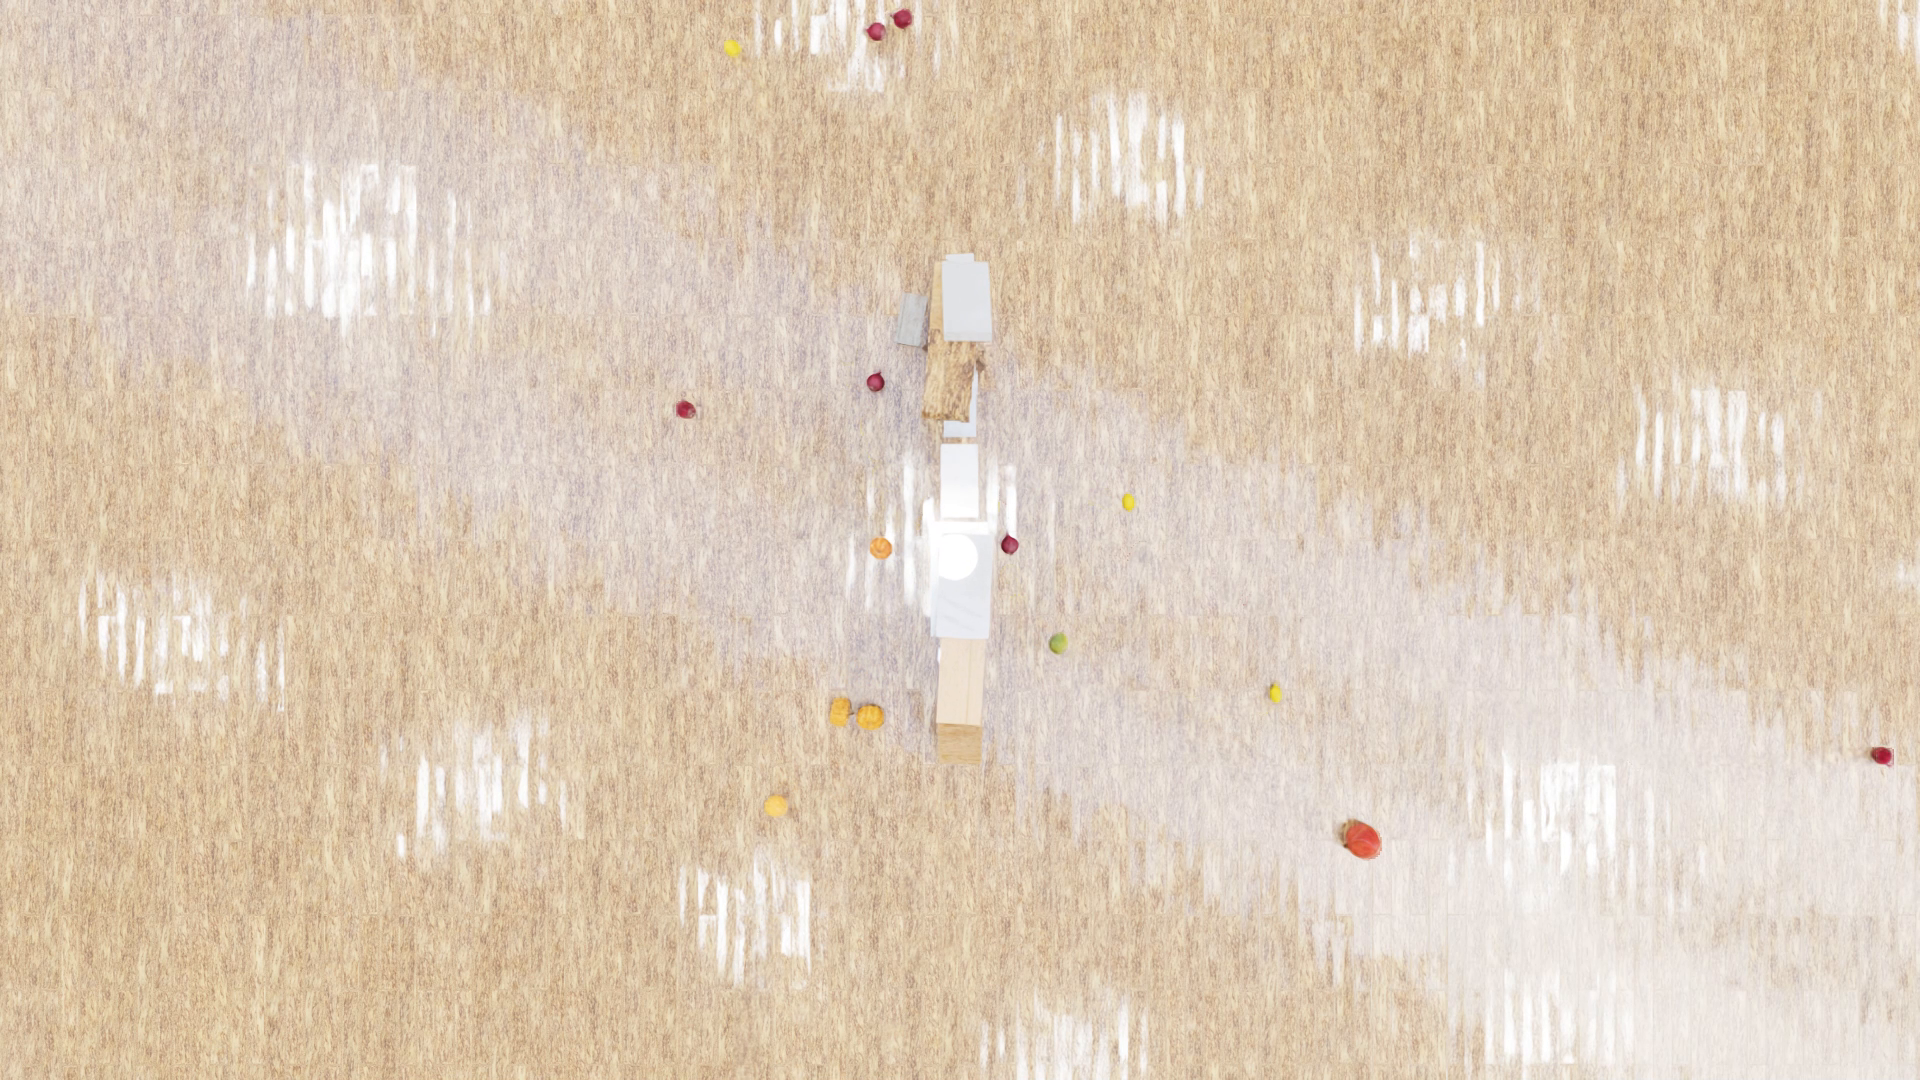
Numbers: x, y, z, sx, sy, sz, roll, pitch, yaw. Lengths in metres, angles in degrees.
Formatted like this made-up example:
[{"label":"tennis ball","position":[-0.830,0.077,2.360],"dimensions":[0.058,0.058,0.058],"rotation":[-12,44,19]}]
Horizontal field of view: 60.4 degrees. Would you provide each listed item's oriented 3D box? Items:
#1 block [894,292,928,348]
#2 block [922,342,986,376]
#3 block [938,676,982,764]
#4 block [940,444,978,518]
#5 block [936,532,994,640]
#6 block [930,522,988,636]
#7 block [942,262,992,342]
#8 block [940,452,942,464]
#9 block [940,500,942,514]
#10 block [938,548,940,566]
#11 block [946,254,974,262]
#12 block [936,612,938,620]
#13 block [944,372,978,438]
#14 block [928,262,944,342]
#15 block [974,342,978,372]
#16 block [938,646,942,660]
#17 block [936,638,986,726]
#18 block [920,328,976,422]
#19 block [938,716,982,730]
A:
[{"label":"block","position":[-0.163,-0.732,5.488],"dimensions":[0.084,0.024,0.168],"rotation":[10,90,0]},{"label":"block","position":[-0.019,-0.604,5.450],"dimensions":[0.203,0.024,0.084],"rotation":[37,105,-12]},{"label":"block","position":[0.001,0.569,5.210],"dimensions":[0.135,0.038,0.271],"rotation":[0,90,0]},{"label":"block","position":[-0.001,-0.188,5.248],"dimensions":[0.117,0.033,0.234],"rotation":[0,90,0]},{"label":"block","position":[0.014,0.132,4.771],"dimensions":[0.151,0.043,0.301],"rotation":[3,90,0]},{"label":"block","position":[-0.001,0.122,5.121],"dimensions":[0.177,0.050,0.354],"rotation":[0,90,0]},{"label":"block","position":[0.020,-0.761,5.248],"dimensions":[0.149,0.042,0.299],"rotation":[0,56,-3]},{"label":"block","position":[-0.003,-0.260,5.382],"dimensions":[0.117,0.234,0.033],"rotation":[-1,86,0]},{"label":"block","position":[-0.004,-0.105,5.382],"dimensions":[0.117,0.234,0.033],"rotation":[0,87,0]},{"label":"block","position":[0.010,0.054,4.945],"dimensions":[0.151,0.301,0.043],"rotation":[0,87,0]},{"label":"block","position":[0.005,-0.852,5.461],"dimensions":[0.093,0.026,0.185],"rotation":[-4,90,0]},{"label":"block","position":[0.004,0.247,4.944],"dimensions":[0.151,0.301,0.043],"rotation":[0,83,0]},{"label":"block","position":[0.001,-0.448,5.442],"dimensions":[0.108,0.031,0.216],"rotation":[0,111,0]},{"label":"block","position":[-0.021,-0.692,5.288],"dimensions":[0.149,0.042,0.435],"rotation":[4,65,0]},{"label":"block","position":[0.000,-0.555,5.438],"dimensions":[0.108,0.031,0.216],"rotation":[1,109,-1]},{"label":"block","position":[-0.001,0.352,5.142],"dimensions":[0.131,0.428,0.037],"rotation":[1,87,0]},{"label":"block","position":[0.003,0.415,4.909],"dimensions":[0.131,0.037,0.262],"rotation":[4,90,0]},{"label":"block","position":[-0.033,-0.515,5.160],"dimensions":[0.149,0.042,0.299],"rotation":[5,65,0]},{"label":"block","position":[0.002,0.541,5.059],"dimensions":[0.131,0.262,0.037],"rotation":[-4,92,0]}]
